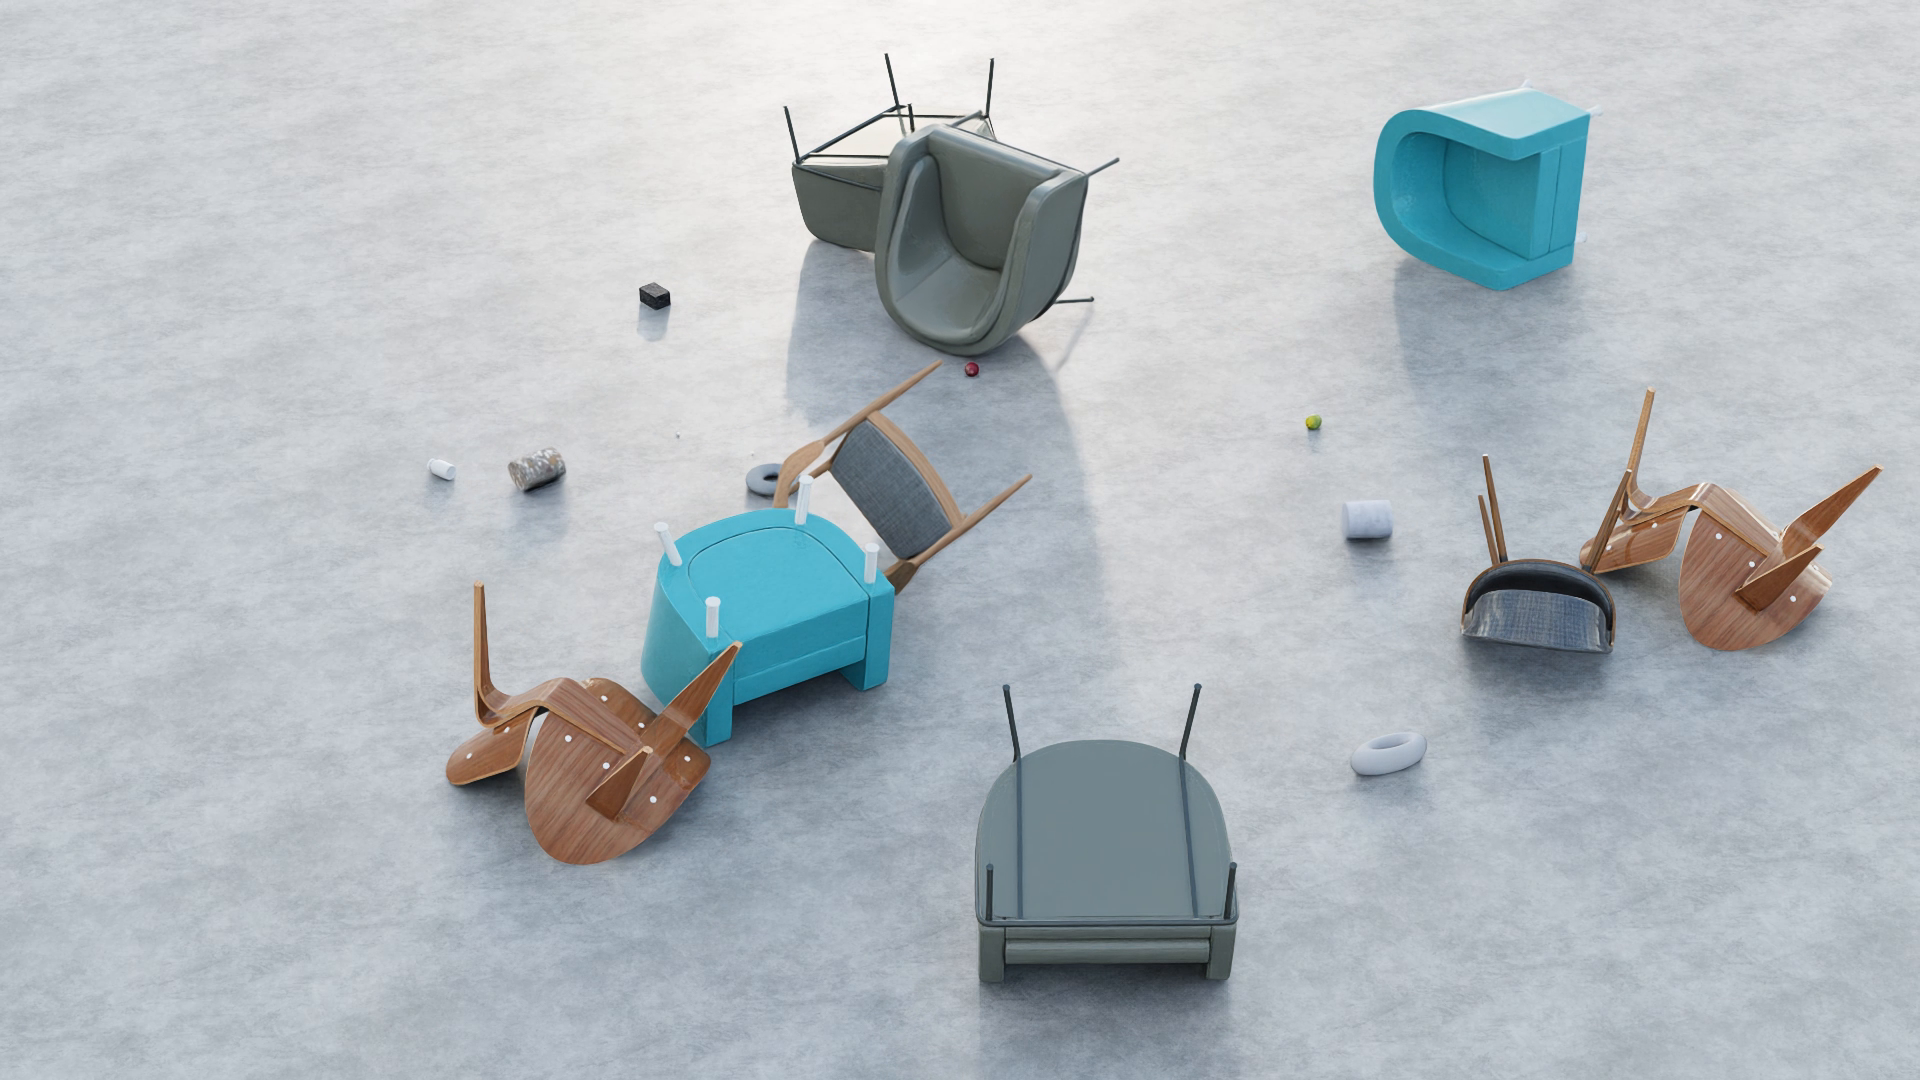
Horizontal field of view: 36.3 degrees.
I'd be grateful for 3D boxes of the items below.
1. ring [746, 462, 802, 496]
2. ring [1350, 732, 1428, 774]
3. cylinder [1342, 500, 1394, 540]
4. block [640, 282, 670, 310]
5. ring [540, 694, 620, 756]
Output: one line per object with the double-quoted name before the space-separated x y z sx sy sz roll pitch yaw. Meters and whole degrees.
"ring" -0.717 -0.232 11.253 0.219 0.048 0.212 25 40 34
"ring" 1.430 0.712 9.777 0.288 0.098 0.110 -13 33 -20
"cylinder" 1.519 -0.074 10.933 0.166 0.136 0.136 -3 19 -5
"block" -1.296 -1.036 12.459 0.079 0.064 0.115 -26 41 -34
"ring" -1.286 0.624 9.944 0.218 0.060 0.352 16 37 25
